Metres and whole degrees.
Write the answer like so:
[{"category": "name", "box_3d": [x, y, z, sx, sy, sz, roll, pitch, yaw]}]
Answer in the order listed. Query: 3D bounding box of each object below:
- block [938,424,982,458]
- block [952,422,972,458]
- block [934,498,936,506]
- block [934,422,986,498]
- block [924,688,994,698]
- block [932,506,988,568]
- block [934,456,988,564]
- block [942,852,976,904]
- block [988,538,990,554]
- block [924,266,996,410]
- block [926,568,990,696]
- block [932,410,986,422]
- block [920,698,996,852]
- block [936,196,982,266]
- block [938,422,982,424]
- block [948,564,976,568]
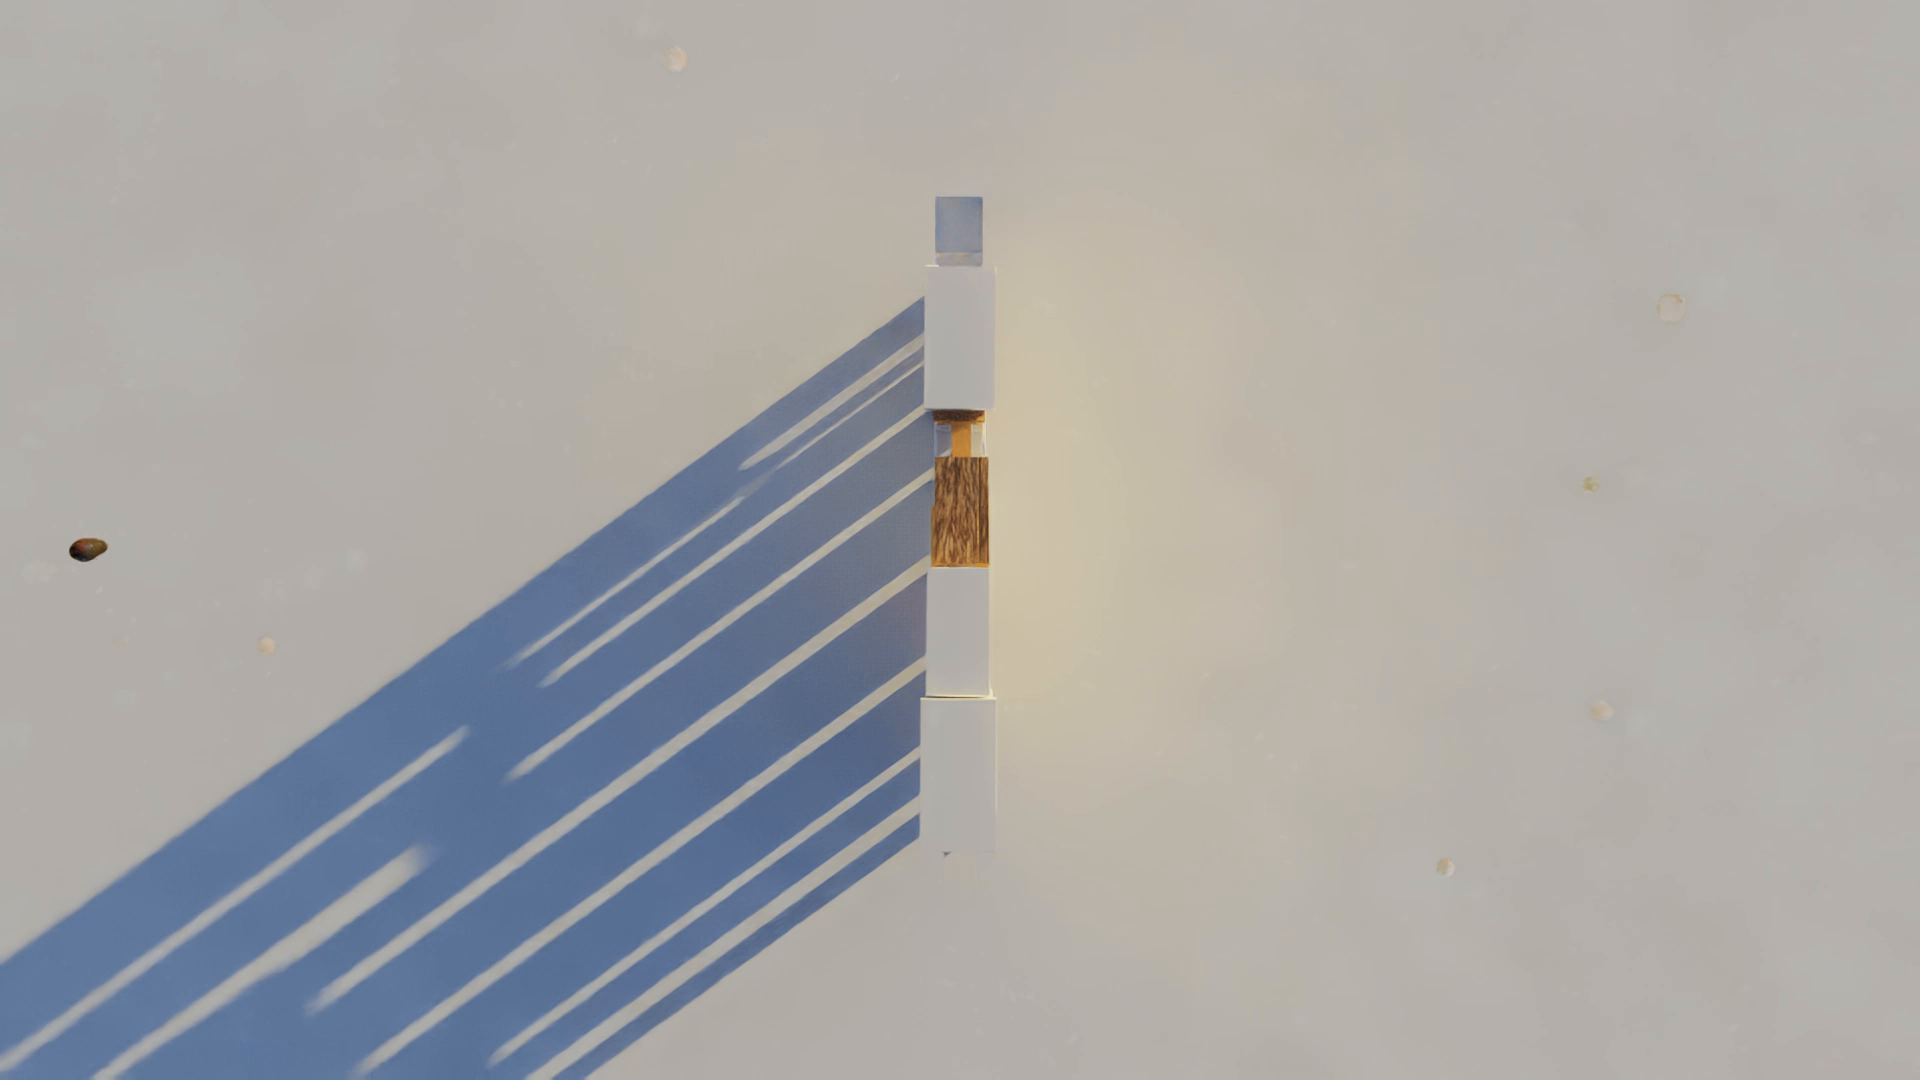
[{"category": "block", "box_3d": [-0.002, -0.183, 4.255, 0.113, 0.032, 0.227, 0, 90, 0]}, {"category": "block", "box_3d": [0.003, -0.249, 4.135, 0.048, 0.014, 0.096, -1, 90, 0]}, {"category": "block", "box_3d": [0.003, -0.003, 5.141, 0.168, 0.048, 0.336, 0, 90, 0]}, {"category": "block", "box_3d": [0.000, -0.270, 4.798, 0.149, 0.042, 0.298, 0, 90, 0]}, {"category": "block", "box_3d": [-0.003, 0.423, 4.126, 0.175, 0.573, 0.050, 0, 90, 0]}, {"category": "block", "box_3d": [0.000, 0.064, 4.449, 0.153, 0.043, 0.307, 0, 90, 0]}, {"category": "block", "box_3d": [0.004, -0.071, 3.966, 0.127, 0.036, 0.255, 0, 90, 0]}, {"category": "block", "box_3d": [-0.002, 0.802, 4.017, 0.081, 0.023, 0.161, -2, 90, 0]}, {"category": "block", "box_3d": [0.007, 0.012, 4.122, 0.127, 0.275, 0.036, 2, 90, 0]}, {"category": "block", "box_3d": [0.000, -0.469, 3.840, 0.165, 0.047, 0.330, 0, 90, 0]}, {"category": "block", "box_3d": [-0.004, 0.211, 3.828, 0.148, 0.042, 0.295, 0, 90, 0]}, {"category": "block", "box_3d": [-0.003, -0.436, 4.213, 0.133, 0.038, 0.266, 0, 90, 0]}, {"category": "block", "box_3d": [-0.004, 0.541, 3.815, 0.175, 0.050, 0.350, 0, 90, 0]}, {"category": "block", "box_3d": [-0.003, -0.757, 4.215, 0.120, 0.034, 0.240, 0, 102, 0]}, {"category": "block", "box_3d": [-0.001, -0.397, 4.515, 0.122, 0.035, 0.244, 0, 90, 0]}, {"category": "block", "box_3d": [0.007, 0.005, 4.270, 0.073, 0.021, 0.147, 1, 90, 0]}]
